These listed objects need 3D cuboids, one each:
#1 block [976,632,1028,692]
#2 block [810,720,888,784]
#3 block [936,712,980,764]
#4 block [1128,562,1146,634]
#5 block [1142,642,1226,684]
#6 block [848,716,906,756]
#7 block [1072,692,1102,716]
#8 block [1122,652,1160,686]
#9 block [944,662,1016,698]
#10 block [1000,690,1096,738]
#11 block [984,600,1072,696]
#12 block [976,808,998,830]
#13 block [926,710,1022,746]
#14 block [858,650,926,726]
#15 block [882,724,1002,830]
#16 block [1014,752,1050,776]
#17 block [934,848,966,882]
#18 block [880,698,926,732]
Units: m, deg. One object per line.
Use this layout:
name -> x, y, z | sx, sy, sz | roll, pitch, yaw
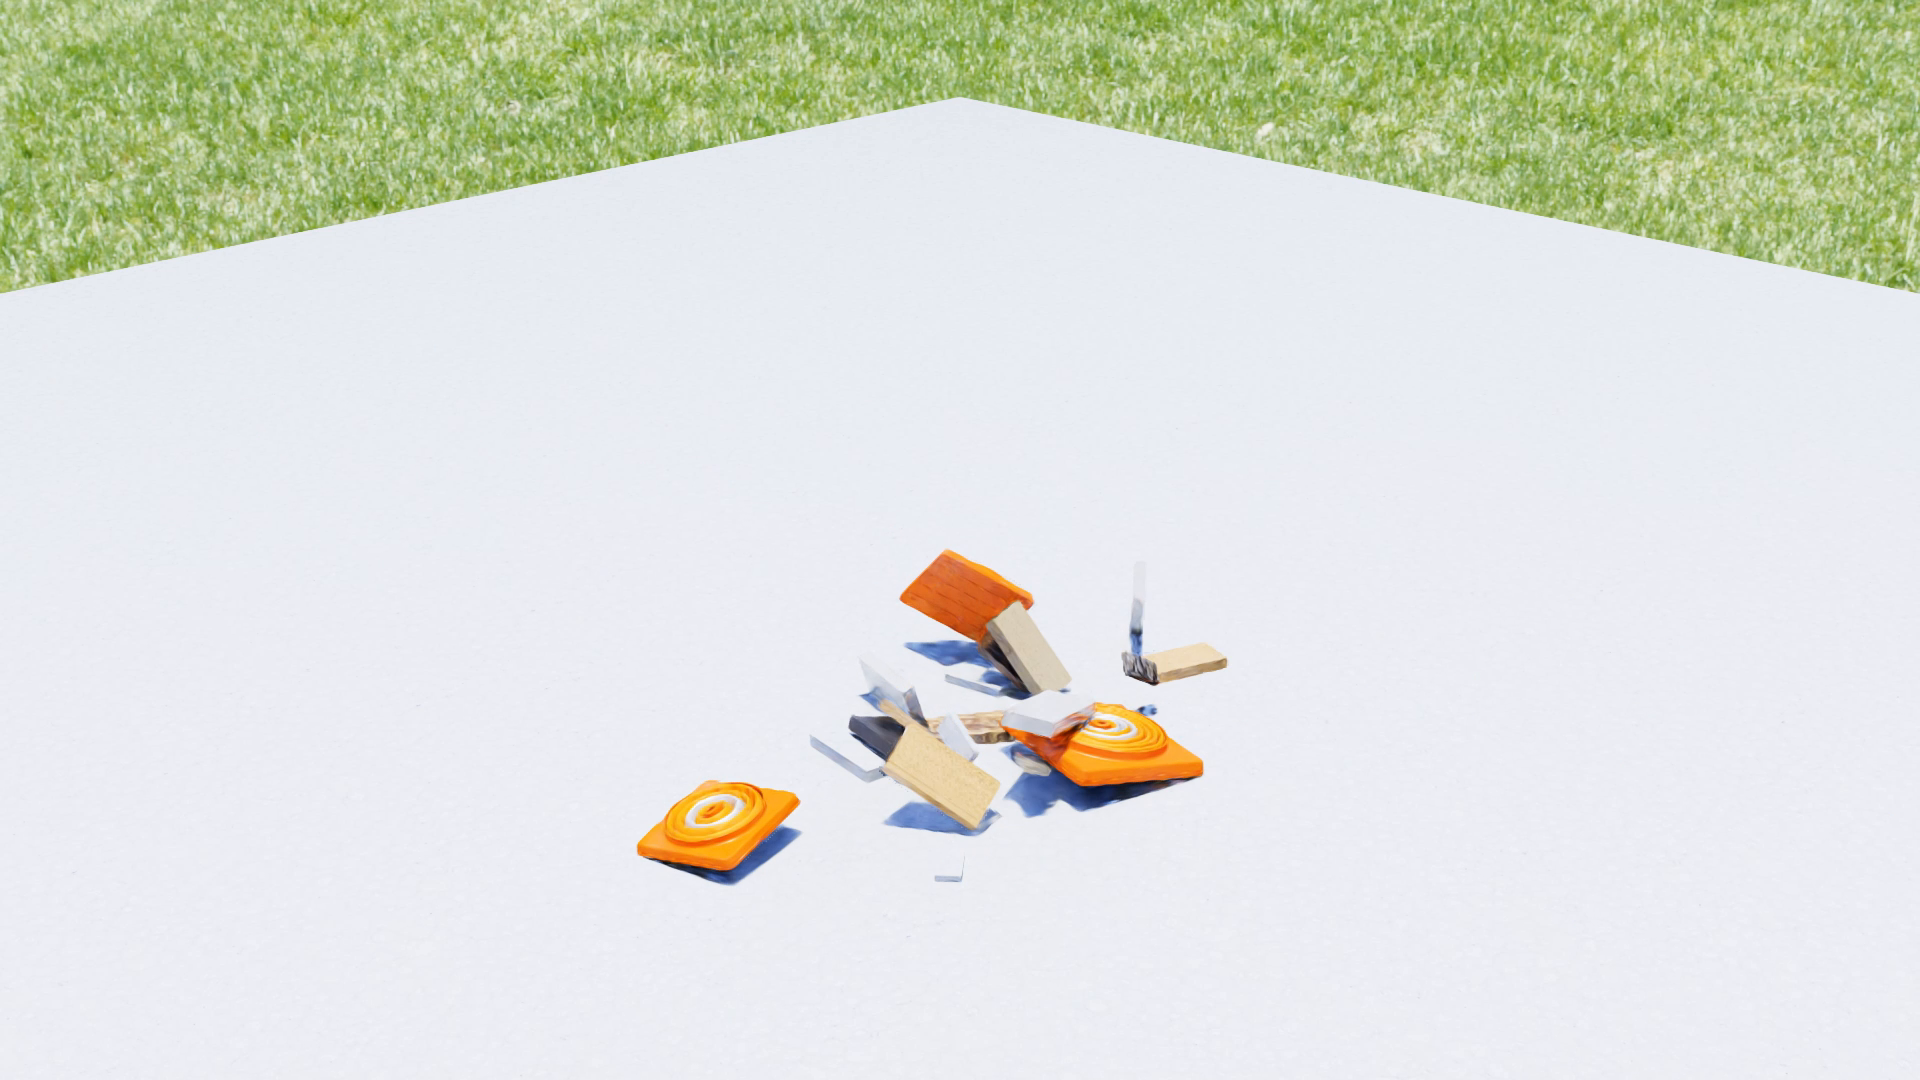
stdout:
block -> 0.110, 0.269, 4.954 | 0.148, 0.021, 0.074 | 42, 44, -10
block -> -0.216, 0.448, 4.667 | 0.104, 0.030, 0.209 | -17, 28, -35
block -> -0.003, 0.408, 4.464 | 0.016, 0.056, 0.112 | 1, 43, -40
block -> 0.416, 0.136, 5.165 | 0.027, 0.201, 0.095 | 3, 65, 3
block -> 0.507, 0.283, 5.059 | 0.191, 0.027, 0.095 | -11, 25, -24
block -> -0.138, 0.424, 4.651 | 0.104, 0.030, 0.209 | 6, 14, -37
block -> 0.231, 0.374, 4.852 | 0.148, 0.021, 0.074 | -12, 26, -26
block -> 0.394, 0.281, 4.803 | 0.015, 0.052, 0.104 | -30, -36, 34
block -> 0.047, 0.317, 4.987 | 0.148, 0.021, 0.074 | 15, 27, 31
block -> 0.185, 0.357, 4.537 | 0.109, 0.031, 0.279 | 12, 9, 20
block -> 0.154, 0.251, 4.918 | 0.031, 0.219, 0.109 | -32, 3, 40
block -> 0.019, 0.550, 4.445 | 0.056, 0.016, 0.112 | -21, 31, -40
block -> 0.028, 0.410, 4.760 | 0.191, 0.027, 0.095 | -5, 24, -12
block -> -0.151, 0.330, 4.843 | 0.030, 0.104, 0.209 | -29, 33, -19
block -> -0.036, 0.472, 4.389 | 0.219, 0.031, 0.109 | 34, 62, -4
block -> 0.146, 0.453, 4.444 | 0.052, 0.015, 0.103 | 11, 7, -12
block -> -0.019, 0.629, 4.260 | 0.052, 0.015, 0.103 | 2, 23, 4
block -> -0.121, 0.379, 4.670 | 0.112, 0.016, 0.056 | 37, 5, -5
